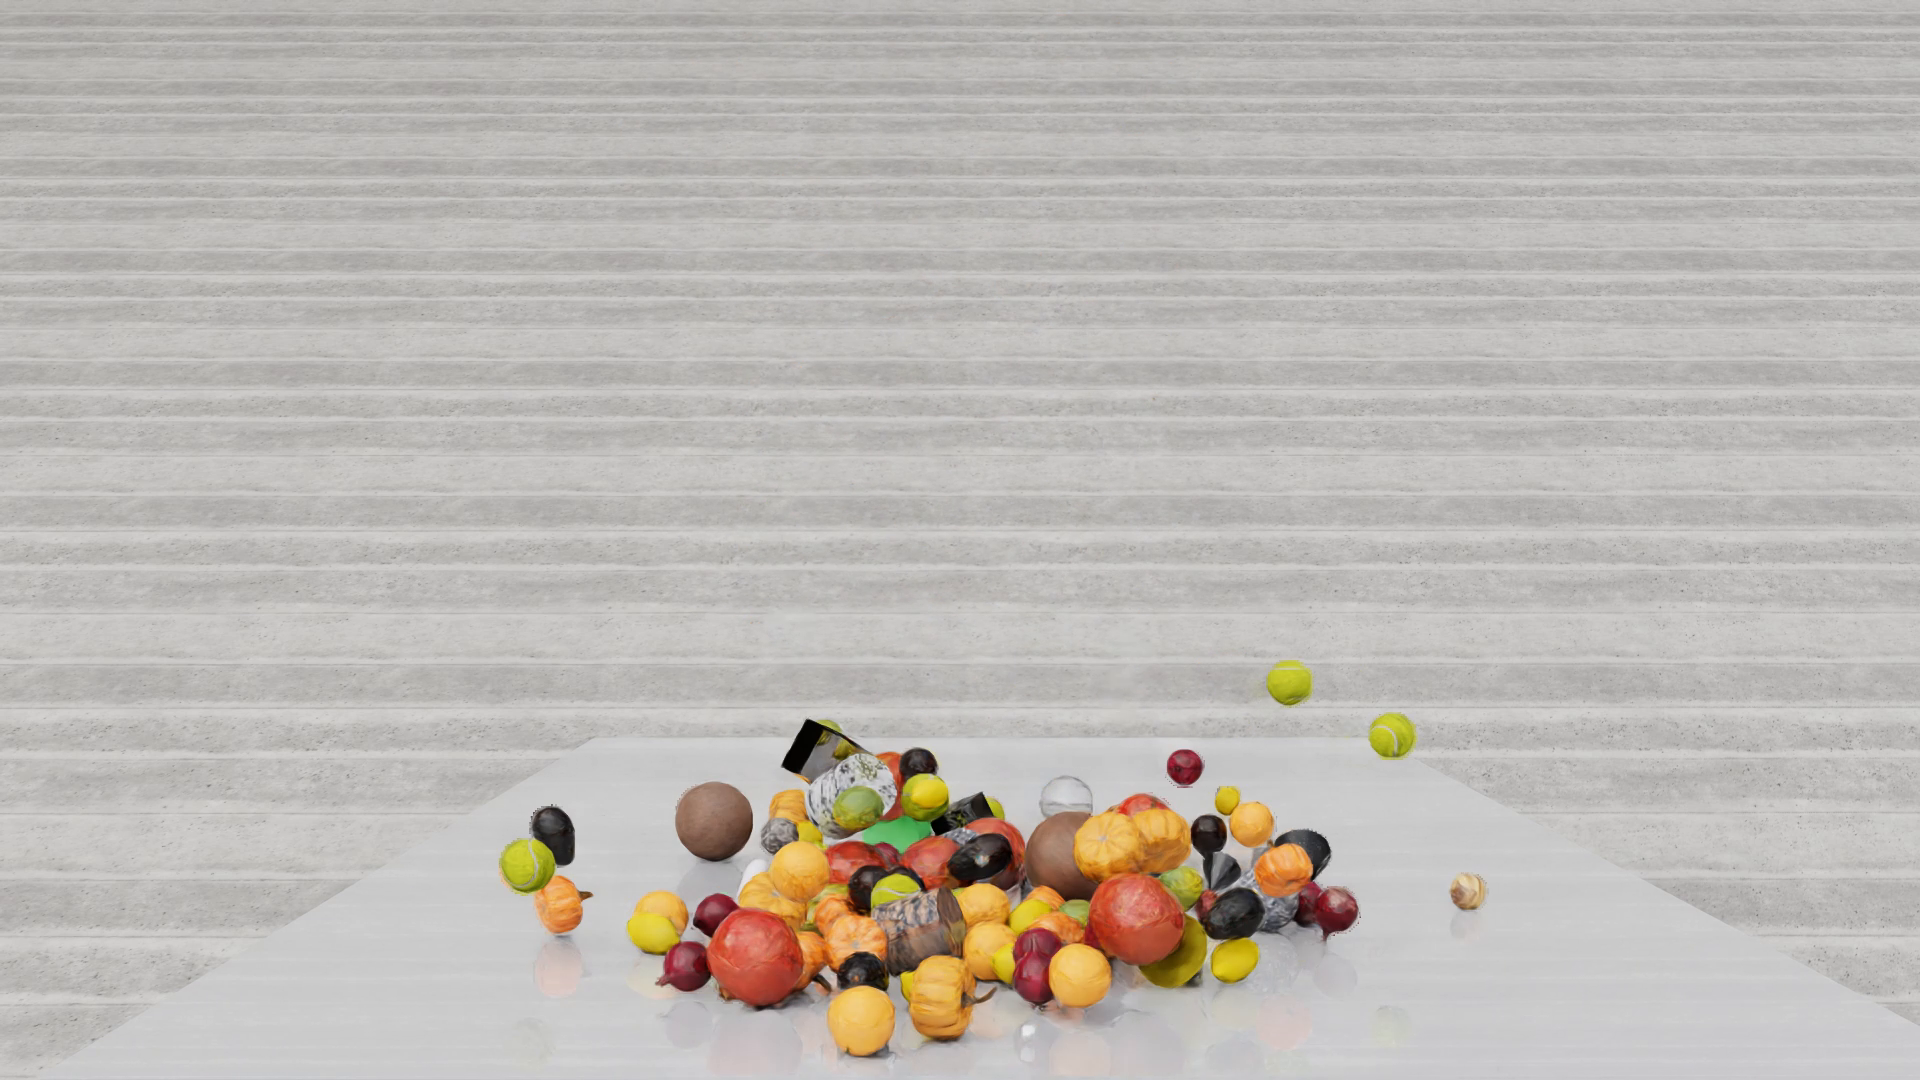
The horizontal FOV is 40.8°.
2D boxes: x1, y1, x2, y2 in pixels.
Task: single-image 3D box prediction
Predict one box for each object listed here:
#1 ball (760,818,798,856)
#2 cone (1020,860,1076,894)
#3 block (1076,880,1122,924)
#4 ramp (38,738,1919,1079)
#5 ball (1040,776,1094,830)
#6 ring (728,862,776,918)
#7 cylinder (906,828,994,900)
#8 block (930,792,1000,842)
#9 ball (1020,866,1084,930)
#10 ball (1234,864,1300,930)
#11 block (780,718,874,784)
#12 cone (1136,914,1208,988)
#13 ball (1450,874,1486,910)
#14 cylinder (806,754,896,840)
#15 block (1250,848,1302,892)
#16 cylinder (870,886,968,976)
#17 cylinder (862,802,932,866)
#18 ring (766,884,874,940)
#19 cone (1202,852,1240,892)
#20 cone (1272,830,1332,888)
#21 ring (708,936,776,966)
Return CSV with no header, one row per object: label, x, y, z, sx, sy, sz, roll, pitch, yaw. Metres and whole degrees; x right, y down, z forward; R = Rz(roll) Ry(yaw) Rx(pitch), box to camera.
ball,-0.255,0.418,3.644,0.054,0.054,0.054,0,28,0
cone,0.141,0.501,3.611,0.085,0.085,0.085,-11,17,-19
block,0.195,0.507,3.617,0.054,0.054,0.054,0,1,-11
ramp,0.064,0.575,4.618,2.000,0.100,4.000,0,1,0
ball,0.193,0.475,4.667,0.098,0.098,0.098,0,28,0
ring,-0.289,0.485,3.589,0.030,0.089,0.089,38,37,5
cylinder,-0.015,0.472,3.726,0.097,0.097,0.097,-17,-9,-28
block,0.008,0.473,4.289,0.071,0.071,0.071,-24,5,36
ball,0.127,0.491,3.542,0.087,0.087,0.087,0,28,0
ball,0.420,0.489,3.536,0.090,0.090,0.090,0,28,0
block,-0.216,0.360,4.212,0.090,0.090,0.090,20,77,42
cone,0.278,0.516,3.164,0.093,0.093,0.093,-14,58,23
ball,0.731,0.507,3.719,0.052,0.052,0.052,0,28,0
cylinder,-0.153,0.359,3.616,0.094,0.094,0.094,15,59,-27
block,0.453,0.488,3.711,0.064,0.064,0.064,0,41,15
cylinder,-0.050,0.481,3.181,0.090,0.090,0.090,-18,24,17
cylinder,-0.103,0.481,4.234,0.095,0.095,0.095,7,2,13
ring,-0.189,0.504,3.505,0.148,0.049,0.148,-4,7,0
cone,0.389,0.517,3.930,0.061,0.061,0.061,10,31,18
cone,0.527,0.509,3.971,0.094,0.094,0.094,1,27,2
ring,-0.277,0.522,3.280,0.087,0.029,0.087,4,-2,0
